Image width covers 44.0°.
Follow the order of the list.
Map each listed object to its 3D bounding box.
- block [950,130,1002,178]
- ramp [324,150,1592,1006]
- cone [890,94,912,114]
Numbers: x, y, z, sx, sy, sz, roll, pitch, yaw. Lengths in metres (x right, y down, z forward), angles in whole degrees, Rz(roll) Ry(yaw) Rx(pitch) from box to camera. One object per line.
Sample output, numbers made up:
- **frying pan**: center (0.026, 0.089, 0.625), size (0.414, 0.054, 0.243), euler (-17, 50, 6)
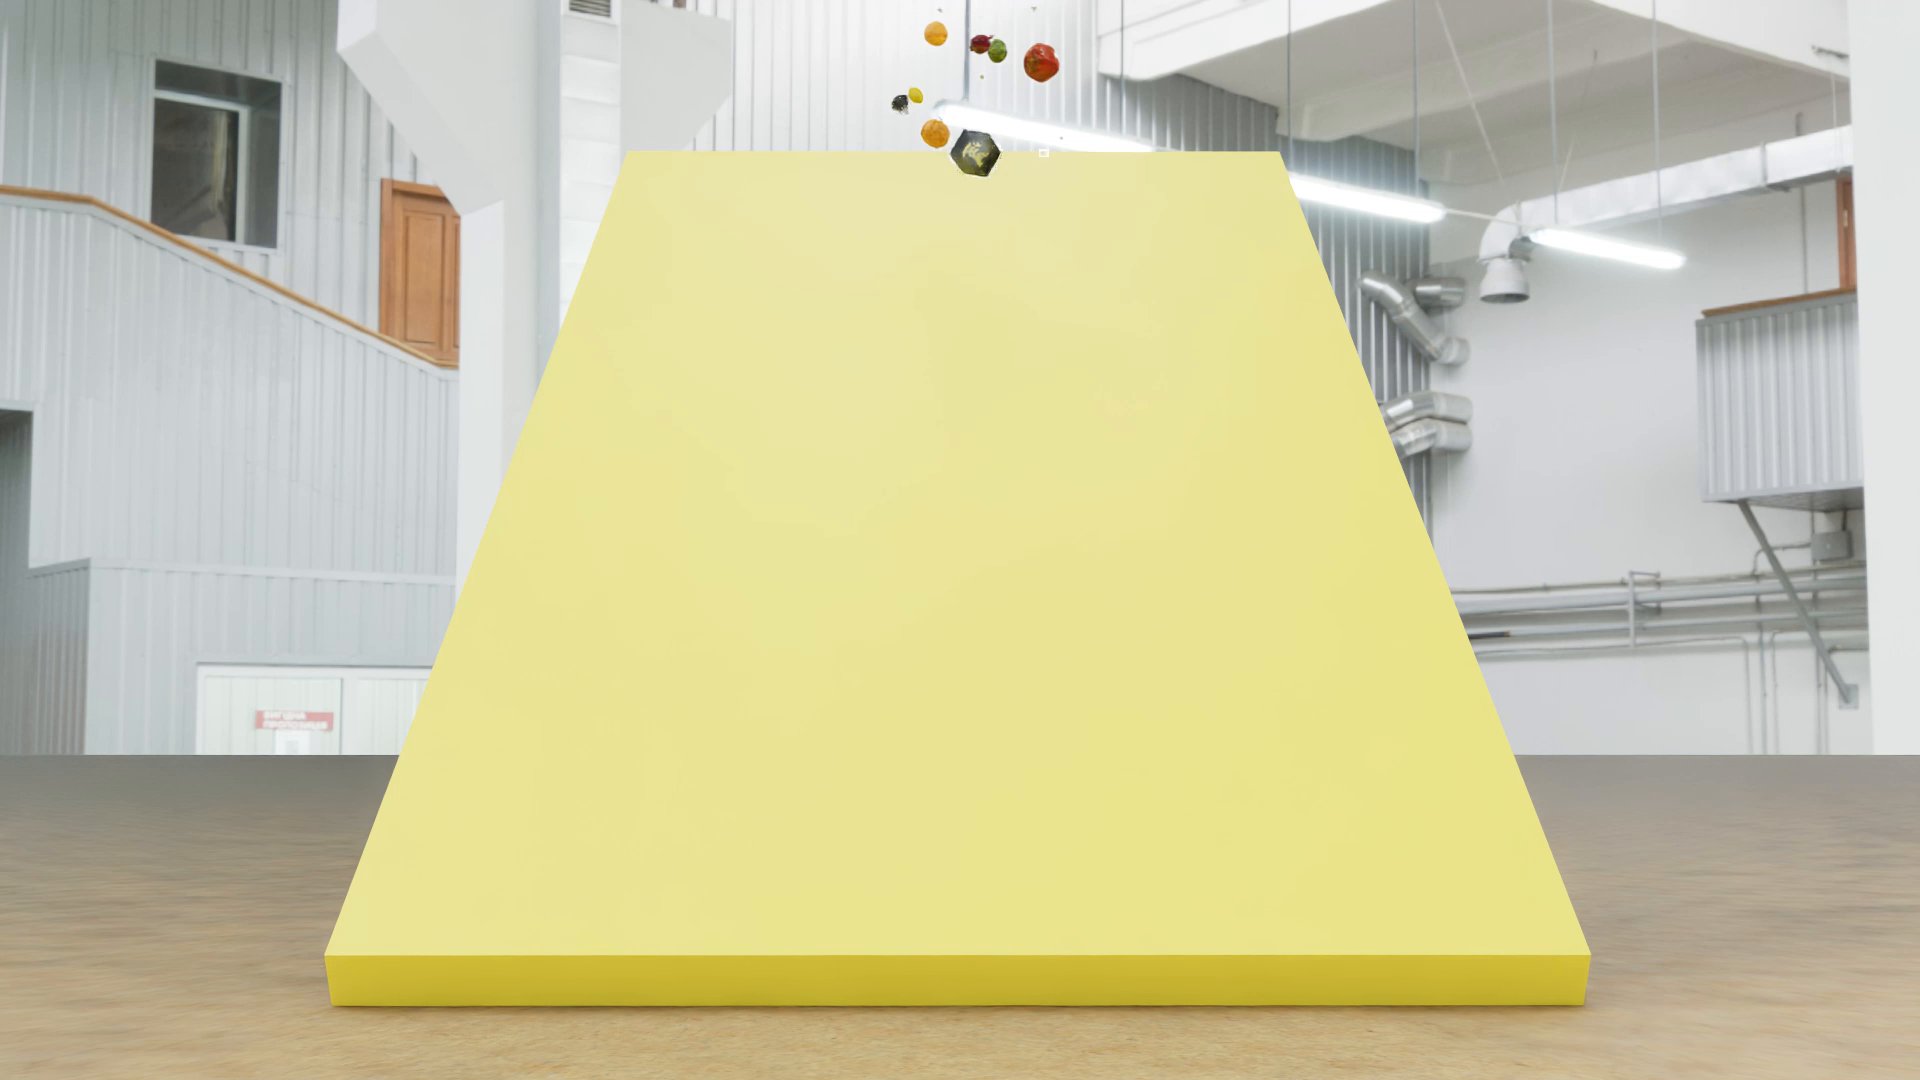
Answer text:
- **block**: center (0.045, -1.121, 6.893), size (0.091, 0.091, 0.091), euler (16, -21, 37)
- **ramp**: center (-0.011, -0.225, 5.552), size (2.000, 0.100, 4.000), euler (0, 28, 0)
- **cone**: center (-0.165, -1.299, 7.173), size (0.066, 0.066, 0.066), euler (3, 35, -29)
